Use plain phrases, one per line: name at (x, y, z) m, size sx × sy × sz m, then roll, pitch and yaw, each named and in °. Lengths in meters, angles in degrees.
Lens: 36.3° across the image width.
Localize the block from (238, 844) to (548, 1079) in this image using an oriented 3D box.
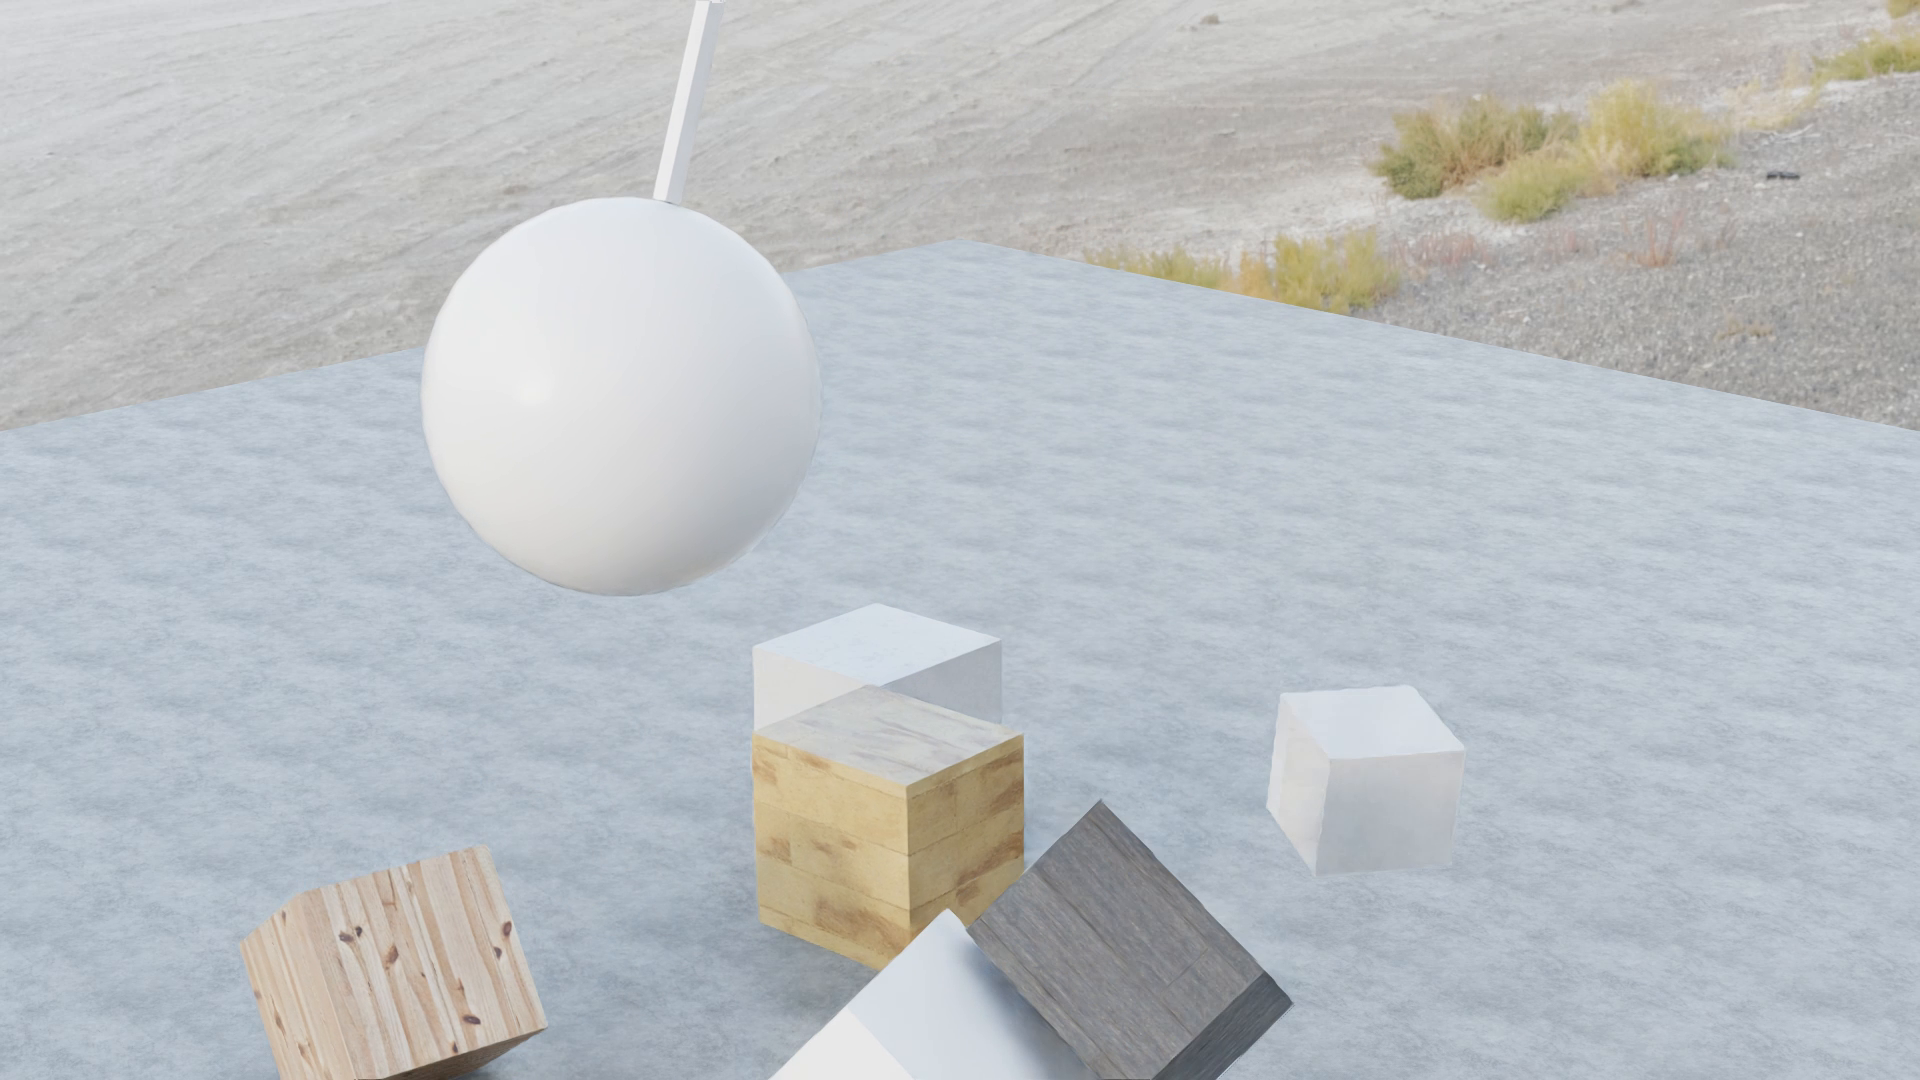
block at (-2.174, 1.700, 11.210) m, size 0.780 × 0.741 × 0.743 m, roll -13°, pitch -14°, yaw -35°

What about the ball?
ball at (-1.351, -0.571, 11.746) m, size 1.600 × 1.600 × 1.600 m, roll 0°, pitch 17°, yaw 0°

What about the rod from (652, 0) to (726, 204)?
rod at (-0.585, -3.875, 11.510) m, size 0.080 × 5.200 × 0.080 m, roll 17°, pitch 5°, yaw 42°

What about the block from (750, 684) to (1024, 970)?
block at (-0.308, 1.260, 12.796) m, size 0.916 × 0.905 × 0.741 m, roll 15°, pitch 24°, yaw 39°

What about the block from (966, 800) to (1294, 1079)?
block at (0.590, 1.464, 10.039) m, size 0.807 × 0.636 × 0.693 m, roll 45°, pitch -2°, yaw 23°

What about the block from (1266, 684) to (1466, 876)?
block at (1.555, 0.920, 11.285) m, size 0.548 × 0.504 × 0.531 m, roll -3°, pitch 25°, yaw -15°

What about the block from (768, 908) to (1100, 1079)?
block at (-0.150, 1.989, 9.901) m, size 0.926 × 0.874 × 0.820 m, roll 46°, pitch 28°, yaw 5°

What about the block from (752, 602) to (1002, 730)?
block at (-0.387, 0.910, 13.965) m, size 0.816 × 0.891 × 0.852 m, roll 15°, pitch 23°, yaw 39°
